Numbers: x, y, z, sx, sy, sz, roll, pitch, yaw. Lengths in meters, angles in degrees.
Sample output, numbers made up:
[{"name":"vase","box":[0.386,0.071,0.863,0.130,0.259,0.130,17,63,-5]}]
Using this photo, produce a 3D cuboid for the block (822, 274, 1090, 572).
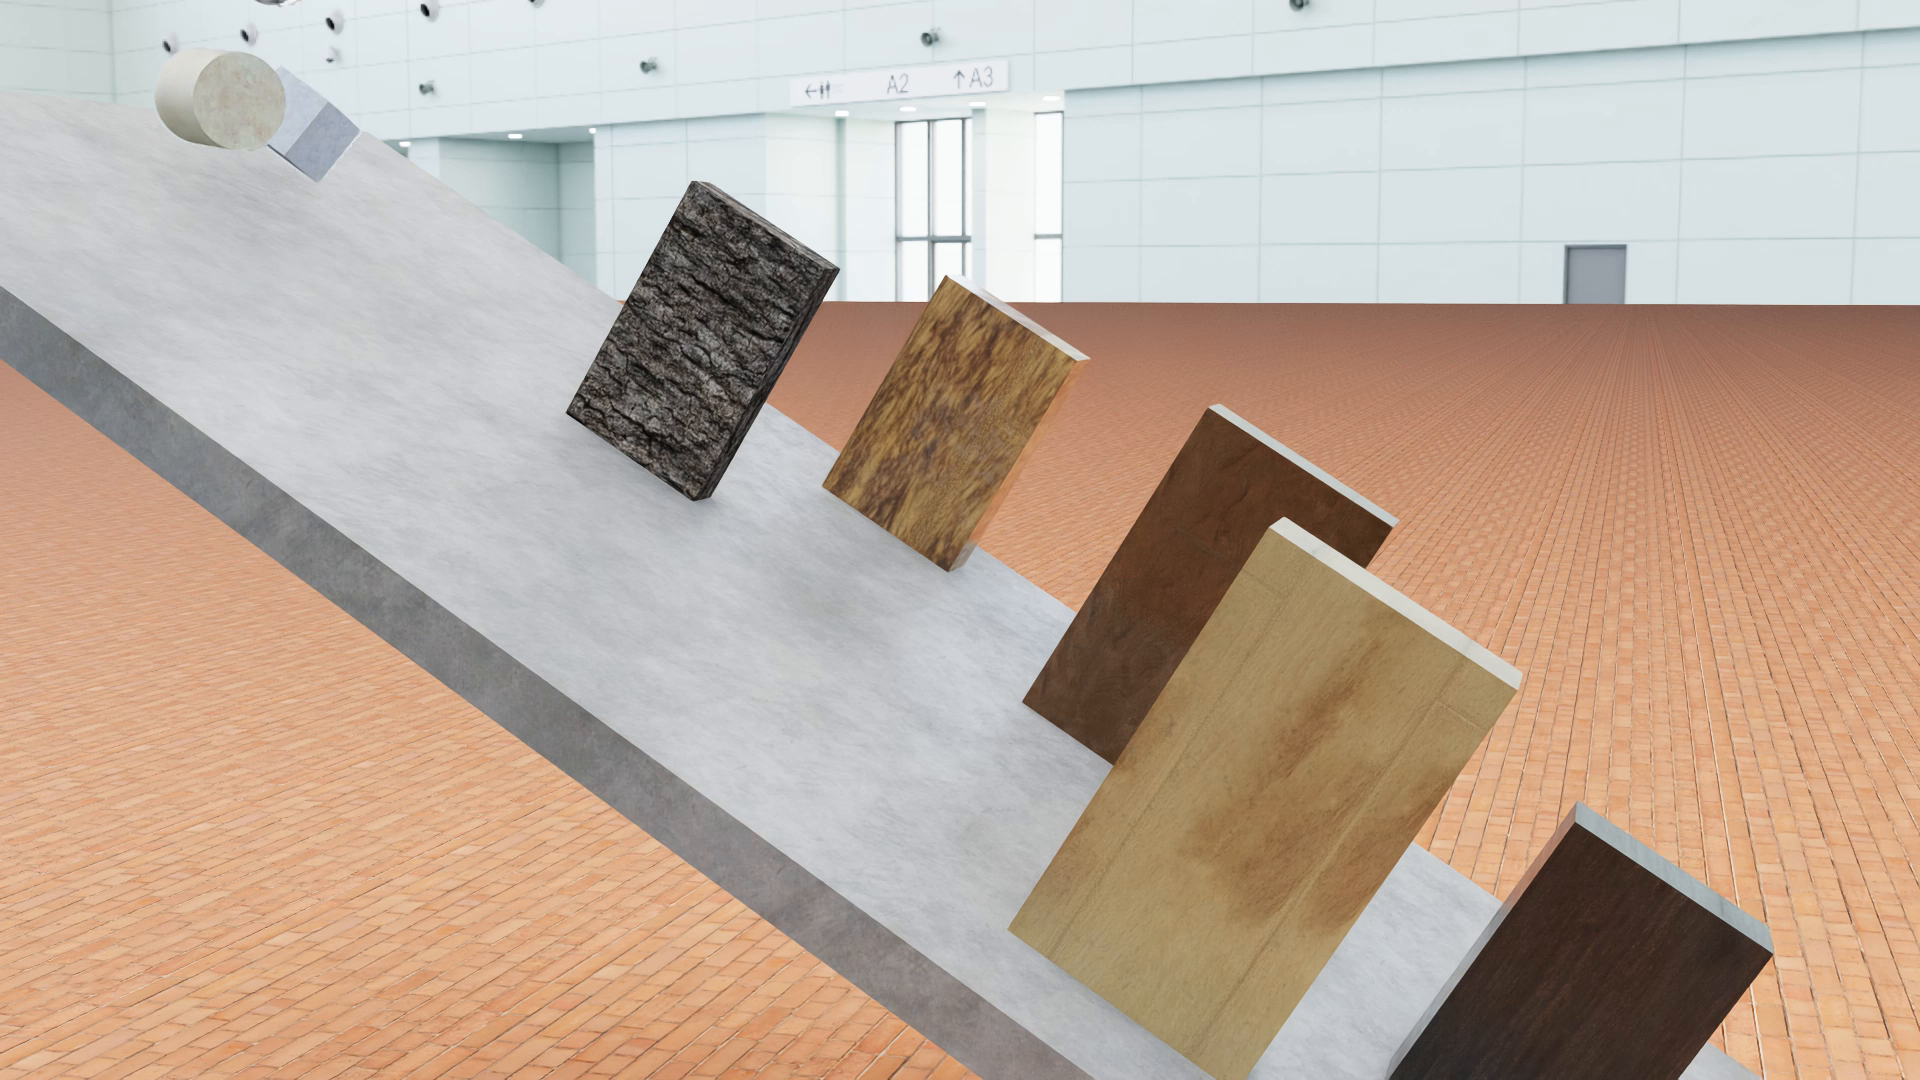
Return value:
[{"name":"block","box":[-0.011,-0.254,4.781,0.342,0.542,0.122,34,15,11]}]

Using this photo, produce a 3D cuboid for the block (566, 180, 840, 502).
[{"name":"block","box":[-0.501,-0.384,4.263,0.317,0.526,0.086,34,15,11]}]

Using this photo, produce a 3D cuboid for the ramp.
[{"name":"ramp","box":[-0.153,0.254,4.112,4.000,0.100,2.000,34,15,11]}]

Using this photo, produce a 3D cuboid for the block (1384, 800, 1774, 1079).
[{"name":"block","box":[0.973,0.744,3.489,0.347,0.540,0.145,34,15,11]}]

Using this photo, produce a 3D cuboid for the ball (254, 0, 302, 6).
[{"name":"ball","box":[-1.319,-1.128,4.236,0.195,0.195,0.195,0,7,0]}]

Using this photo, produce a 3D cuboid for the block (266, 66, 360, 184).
[{"name":"block","box":[-1.391,-0.874,4.632,0.147,0.147,0.147,36,-4,17]}]

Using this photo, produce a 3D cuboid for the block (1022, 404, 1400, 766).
[{"name":"block","box":[0.472,0.139,4.191,0.406,0.679,0.119,34,15,11]}]

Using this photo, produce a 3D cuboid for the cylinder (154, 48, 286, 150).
[{"name":"cylinder","box":[-1.357,-0.809,4.031,0.175,0.175,0.175,-6,16,-41]}]

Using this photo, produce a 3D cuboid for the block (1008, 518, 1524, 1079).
[{"name":"block","box":[0.440,0.387,3.226,0.409,0.728,0.141,34,15,11]}]
